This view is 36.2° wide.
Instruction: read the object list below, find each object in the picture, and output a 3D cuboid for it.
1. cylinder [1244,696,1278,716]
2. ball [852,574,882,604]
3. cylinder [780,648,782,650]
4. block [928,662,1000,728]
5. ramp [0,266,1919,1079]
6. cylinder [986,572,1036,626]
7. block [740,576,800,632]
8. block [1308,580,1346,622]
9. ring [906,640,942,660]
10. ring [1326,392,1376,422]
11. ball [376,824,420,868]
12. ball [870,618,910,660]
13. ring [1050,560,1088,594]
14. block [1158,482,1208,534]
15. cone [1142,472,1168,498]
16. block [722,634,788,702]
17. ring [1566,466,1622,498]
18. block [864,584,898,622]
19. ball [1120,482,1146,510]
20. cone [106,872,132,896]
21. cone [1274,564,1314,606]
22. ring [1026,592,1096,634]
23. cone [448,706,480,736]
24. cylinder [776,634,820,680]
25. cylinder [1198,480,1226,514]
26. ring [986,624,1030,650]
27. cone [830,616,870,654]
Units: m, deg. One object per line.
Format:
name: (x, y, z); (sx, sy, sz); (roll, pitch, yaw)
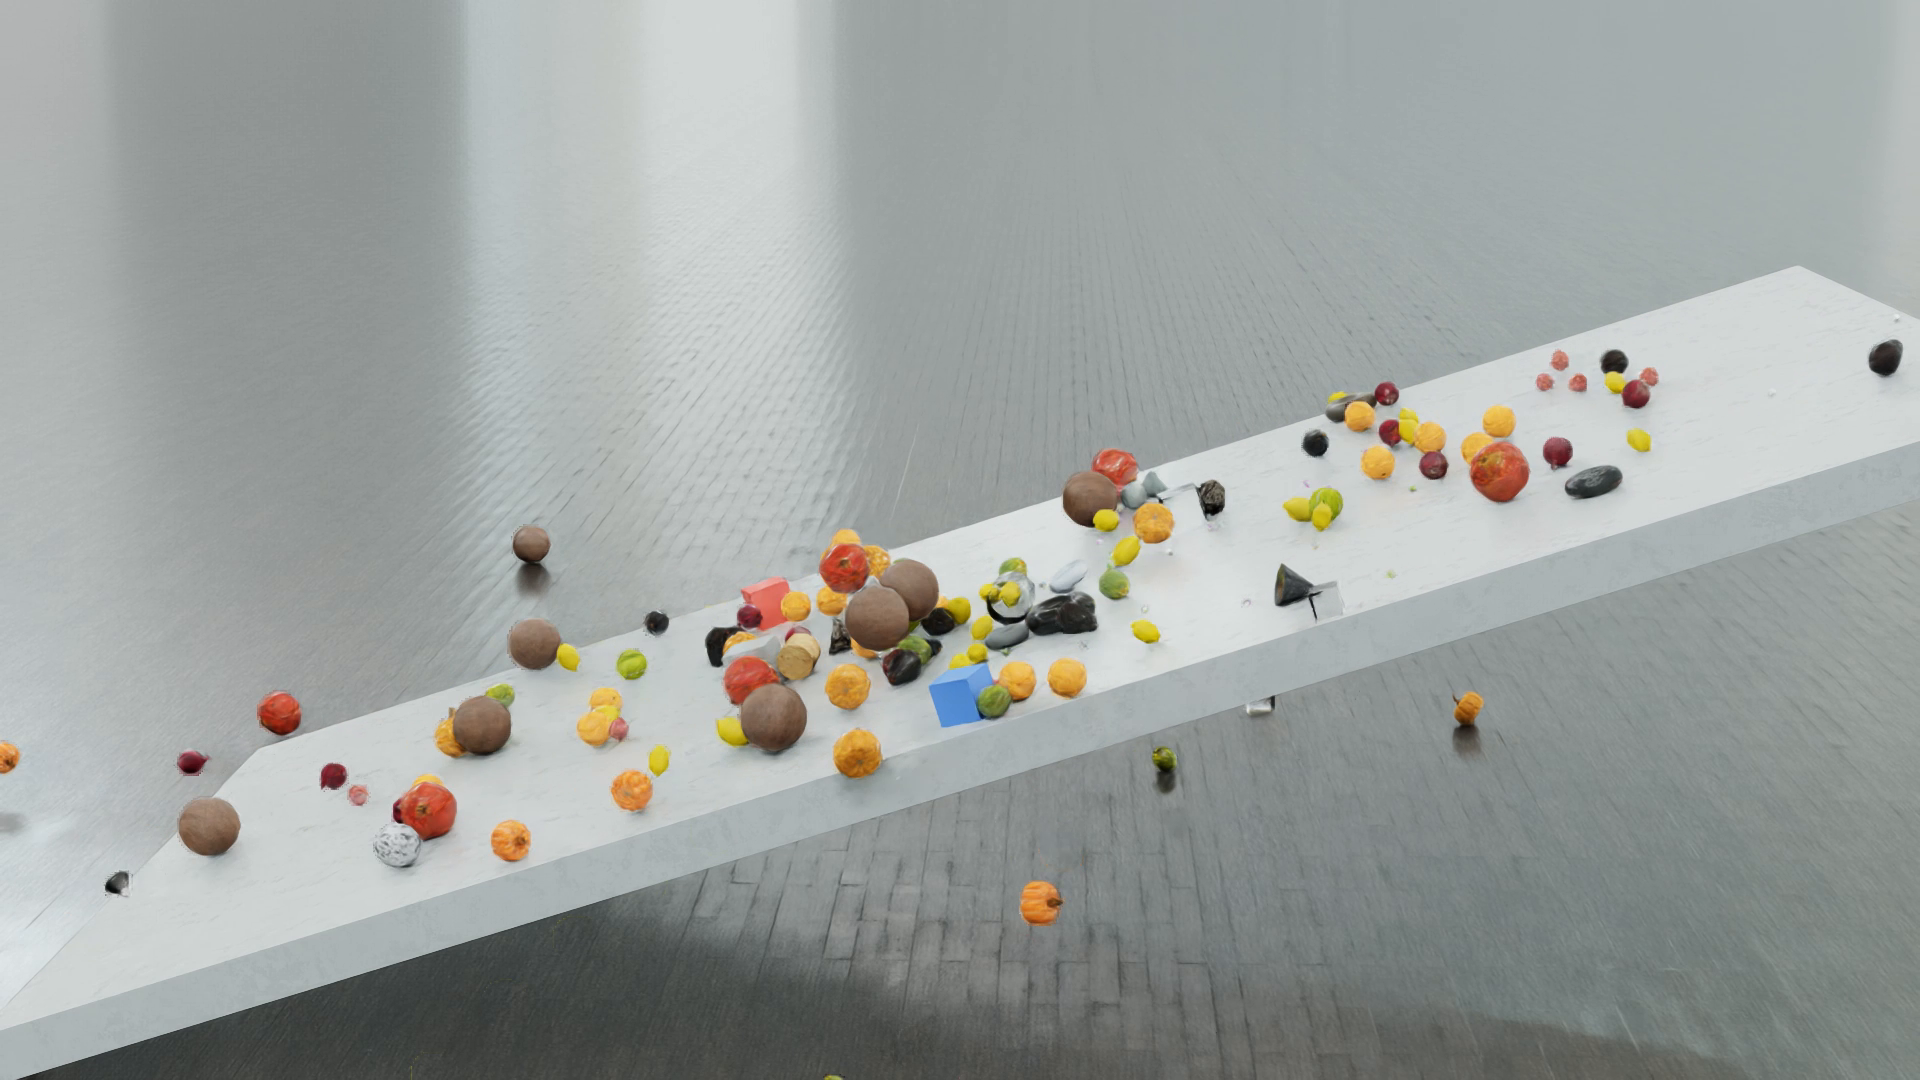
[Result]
cylinder: (0.833, 0.445, 8.169); (0.070, 0.070, 0.070); (-25, 18, -12)
ball: (-0.212, 0.113, 6.743); (0.067, 0.067, 0.067); (0, 12, 0)
cylinder: (-0.424, 0.254, 6.357); (0.070, 0.070, 0.070); (3, -1, 16)
block: (0.008, 0.286, 5.428); (0.084, 0.084, 0.084); (-12, 12, 31)
ramp: (0.102, 0.182, 6.309); (4.000, 0.100, 2.000); (-17, 11, 5)
cylinder: (0.106, 0.120, 6.086); (0.093, 0.093, 0.093); (1, 13, 7)
block: (-0.446, 0.148, 6.887); (0.094, 0.094, 0.094); (-21, 11, -14)
block: (0.662, 0.110, 5.306); (0.052, 0.052, 0.052); (-16, 11, 13)
ring: (-0.075, 0.226, 6.041); (0.079, 0.026, 0.079); (-18, 12, 4)
ring: (0.939, -0.320, 7.063); (0.129, 0.043, 0.129); (-19, 9, 3)
ball: (-1.093, 0.595, 5.717); (0.088, 0.088, 0.088); (0, 12, 0)
ball: (-0.146, 0.206, 6.101); (0.086, 0.086, 0.086); (0, 12, 0)
ring: (0.230, 0.077, 6.218); (0.094, 0.031, 0.094); (-38, 11, 9)
block: (0.488, -0.069, 6.440); (0.082, 0.082, 0.082); (-19, 10, -1)
cone: (0.468, -0.118, 6.868); (0.067, 0.067, 0.067); (21, 21, 30)
block: (-0.432, 0.270, 6.225); (0.100, 0.100, 0.100); (-16, 11, 14)
ring: (1.198, -0.110, 5.559); (0.111, 0.037, 0.111); (-19, 11, 4)
block: (-0.177, 0.140, 6.563); (0.060, 0.060, 0.060); (-18, 10, 2)
ball: (0.402, -0.103, 6.813); (0.062, 0.062, 0.062); (0, 12, 0)
cone: (-1.782, 0.747, 6.272); (0.059, 0.059, 0.059); (-10, 30, -39)
cone: (0.637, 0.089, 5.496); (0.081, 0.081, 0.081); (8, 11, -6)
ring: (0.203, 0.147, 5.911); (0.146, 0.049, 0.146); (-17, 12, 4)
cone: (-1.147, 0.418, 6.829); (0.068, 0.068, 0.068); (-4, 12, -18)
cylinder: (-0.342, 0.247, 6.228); (0.079, 0.079, 0.079); (2, 17, 8)
cylinder: (0.553, -0.093, 6.457); (0.057, 0.057, 0.057); (2, -23, 8)
ring: (0.095, 0.193, 5.905); (0.094, 0.031, 0.094); (-19, 10, 3)
cone: (-0.236, 0.212, 6.354); (0.083, 0.083, 0.083); (8, 11, -4)
